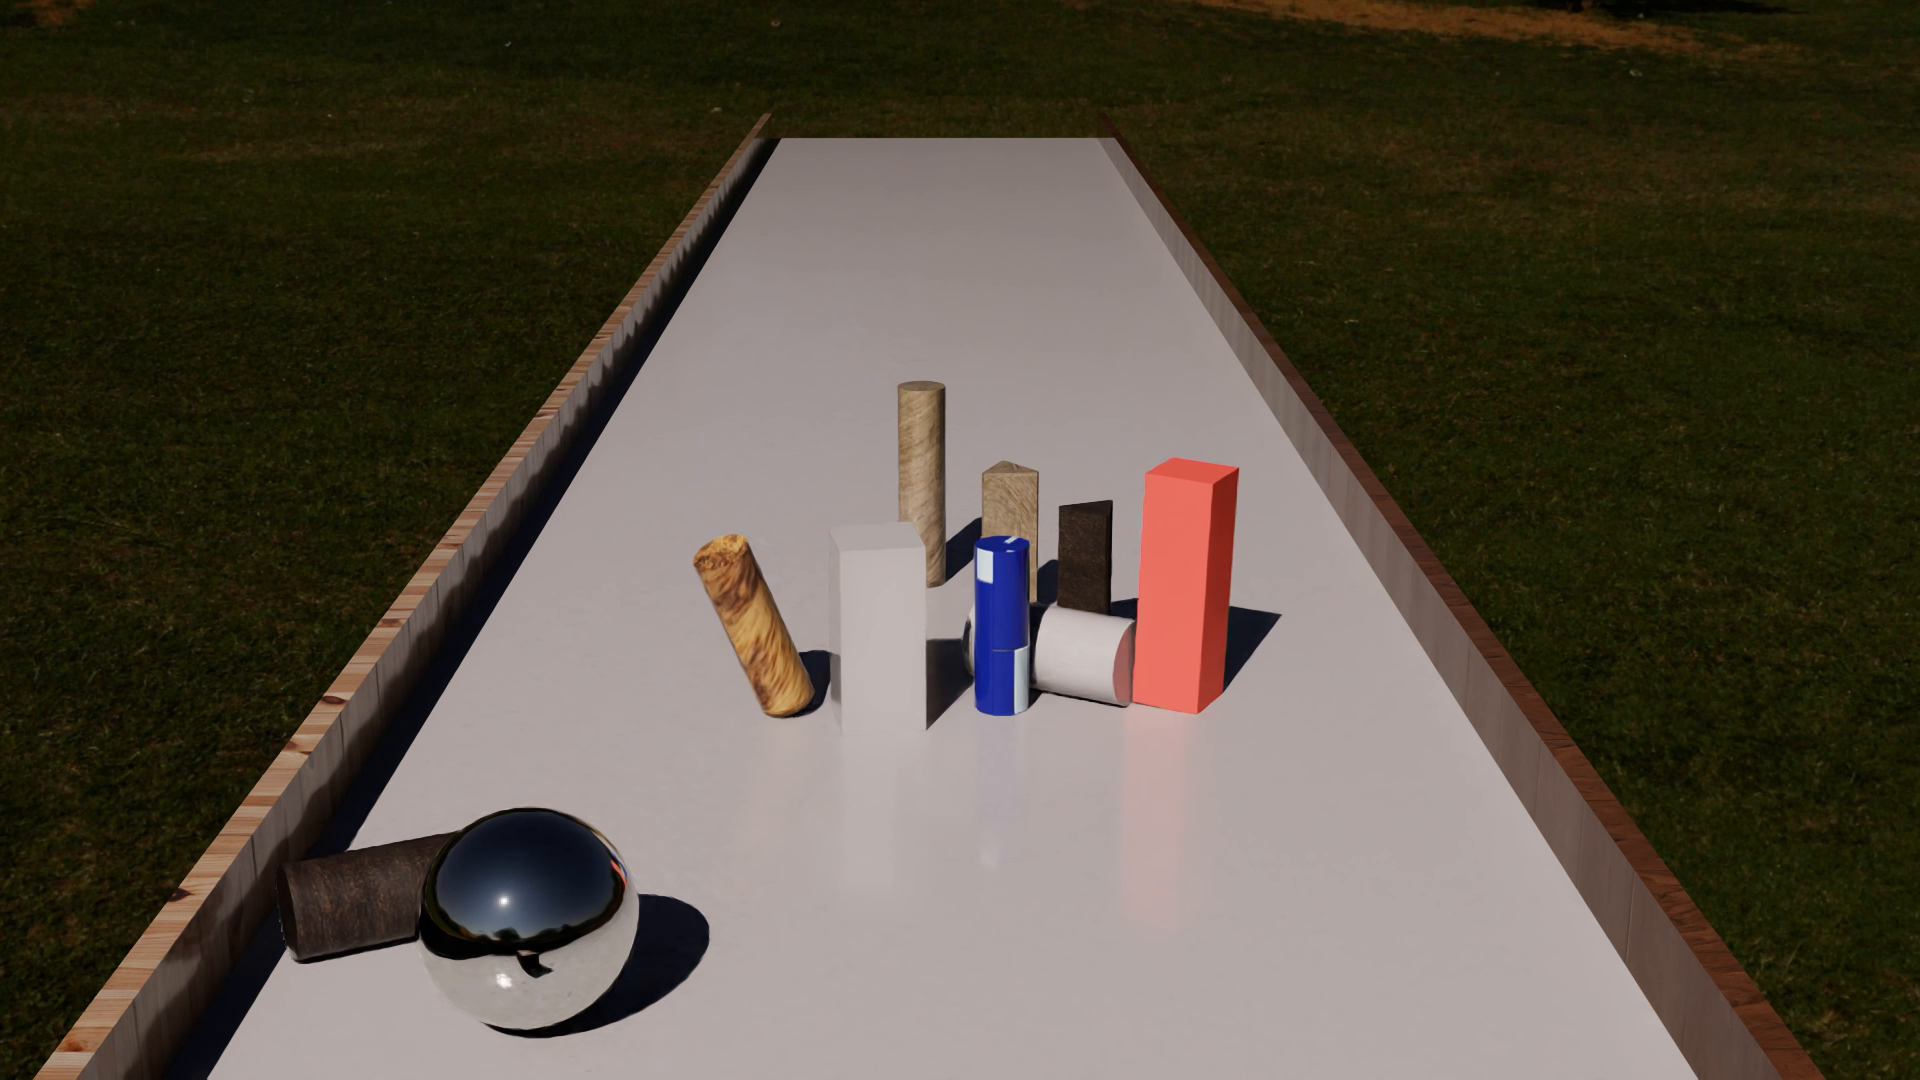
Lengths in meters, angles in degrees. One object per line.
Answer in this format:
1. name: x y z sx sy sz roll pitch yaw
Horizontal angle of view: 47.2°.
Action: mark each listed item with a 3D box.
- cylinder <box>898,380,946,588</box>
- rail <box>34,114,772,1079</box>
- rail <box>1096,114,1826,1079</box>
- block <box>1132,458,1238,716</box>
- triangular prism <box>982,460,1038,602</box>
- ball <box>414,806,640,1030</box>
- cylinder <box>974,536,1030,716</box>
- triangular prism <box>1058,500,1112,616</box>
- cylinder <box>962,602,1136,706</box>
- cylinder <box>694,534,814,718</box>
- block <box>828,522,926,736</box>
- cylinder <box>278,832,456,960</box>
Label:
1. cylinder: -0.084 -0.121 4.851 0.105 0.447 0.105 0 17 0
2. rail: -1.118 -0.838 7.780 0.050 0.150 12.000 0 17 -1
3. rail: 0.932 -0.844 7.801 0.050 0.150 12.000 0 17 -1
4. block: 0.423 0.086 4.140 0.132 0.451 0.132 11 19 26
5. triangular prism: 0.098 0.002 4.647 0.117 0.326 0.101 -2 17 -7
6. ball: -0.585 0.511 2.981 0.300 0.300 0.300 0 17 0
7. cylinder: 0.079 0.161 4.120 0.103 0.321 0.103 0 17 0
8. triangular prism: 0.272 0.081 4.405 0.117 0.313 0.101 12 20 35
9. cylinder: 0.185 0.210 4.234 0.321 0.164 0.164 9 19 28
10. cylinder: -0.378 0.161 4.051 0.106 0.350 0.106 -15 32 10
11. block: -0.153 0.163 4.052 0.156 0.355 0.156 -3 18 -10
12. cylinder: -0.829 0.517 3.240 0.315 0.141 0.141 -8 18 -26
